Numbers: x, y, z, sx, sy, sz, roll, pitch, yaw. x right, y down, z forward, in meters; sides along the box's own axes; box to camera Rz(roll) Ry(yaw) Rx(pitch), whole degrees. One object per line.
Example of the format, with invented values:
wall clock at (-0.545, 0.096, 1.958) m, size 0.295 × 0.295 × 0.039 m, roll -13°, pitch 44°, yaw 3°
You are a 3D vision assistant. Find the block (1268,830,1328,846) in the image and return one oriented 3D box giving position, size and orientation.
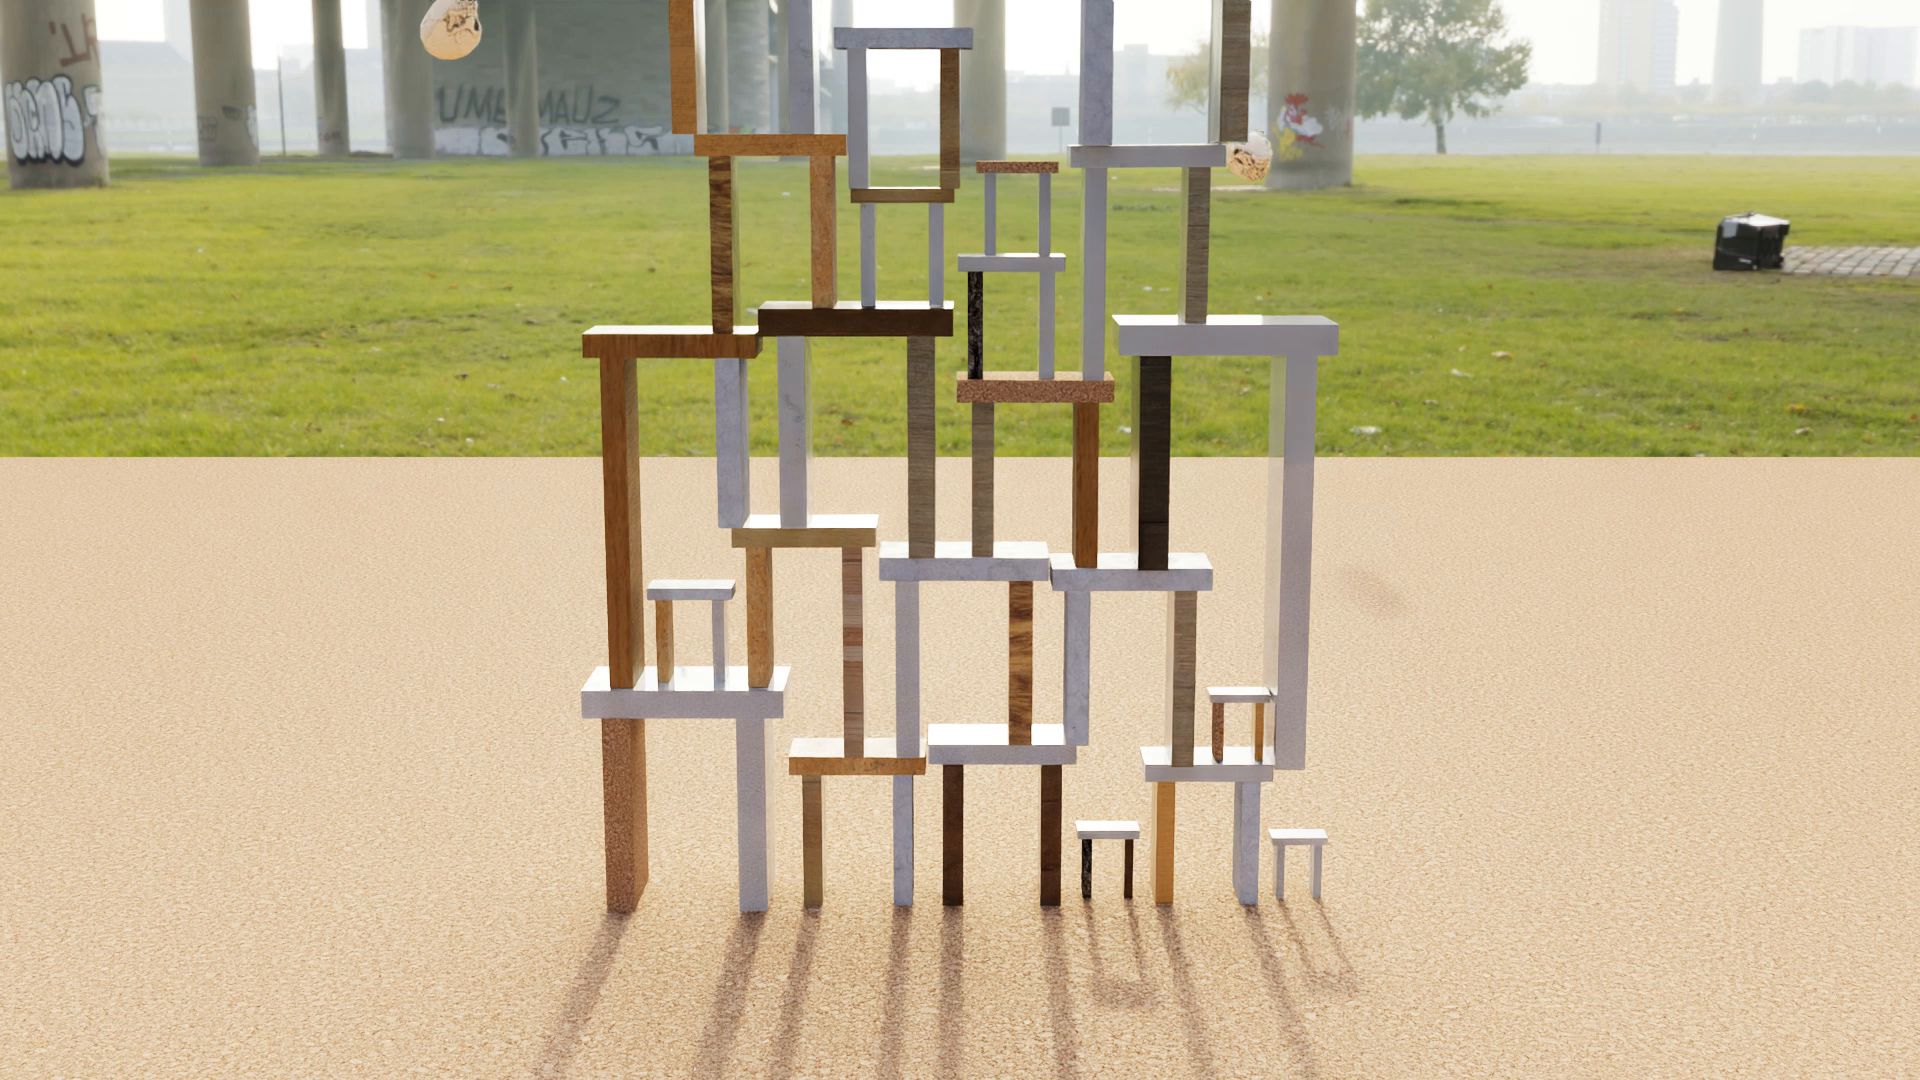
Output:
block at (0.561, 0.493, 3.650) m, size 0.092 × 0.013 × 0.046 m, roll 0°, pitch 11°, yaw 0°

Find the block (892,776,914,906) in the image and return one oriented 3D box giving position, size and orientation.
block at (-0.093, 0.481, 3.648) m, size 0.031 × 0.221 × 0.111 m, roll 0°, pitch 11°, yaw 0°

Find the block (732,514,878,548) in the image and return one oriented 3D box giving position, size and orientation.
block at (-0.249, -0.015, 3.553) m, size 0.229 × 0.033 × 0.115 m, roll 0°, pitch 11°, yaw 0°

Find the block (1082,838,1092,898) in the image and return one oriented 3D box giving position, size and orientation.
block at (0.211, 0.539, 3.663) m, size 0.015 × 0.103 × 0.051 m, roll 0°, pitch 11°, yaw 0°

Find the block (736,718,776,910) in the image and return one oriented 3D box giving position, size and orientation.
block at (-0.337, 0.431, 3.638) m, size 0.046 × 0.324 × 0.162 m, roll 0°, pitch 11°, yaw 0°

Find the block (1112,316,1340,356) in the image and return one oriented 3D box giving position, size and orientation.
block at (0.418, -0.326, 3.500) m, size 0.341 × 0.048 × 0.171 m, roll 0°, pitch 11°, yaw 0°

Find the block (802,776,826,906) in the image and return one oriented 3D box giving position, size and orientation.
block at (-0.241, 0.481, 3.648) m, size 0.031 × 0.221 × 0.111 m, roll 0°, pitch 11°, yaw 0°

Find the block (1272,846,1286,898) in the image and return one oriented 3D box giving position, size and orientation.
block at (0.530, 0.545, 3.660) m, size 0.013 × 0.092 × 0.046 m, roll 0°, pitch 11°, yaw 0°

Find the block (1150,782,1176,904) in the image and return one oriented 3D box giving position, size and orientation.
block at (0.336, 0.487, 3.651) m, size 0.030 × 0.209 × 0.104 m, roll 0°, pitch 11°, yaw 0°

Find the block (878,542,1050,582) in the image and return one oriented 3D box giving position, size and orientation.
block at (0.007, 0.034, 3.569) m, size 0.271 × 0.038 × 0.135 m, roll 0°, pitch 11°, yaw 0°

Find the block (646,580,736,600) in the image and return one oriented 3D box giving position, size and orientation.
block at (-0.437, 0.081, 3.580) m, size 0.137 × 0.019 × 0.068 m, roll 0°, pitch 11°, yaw 0°

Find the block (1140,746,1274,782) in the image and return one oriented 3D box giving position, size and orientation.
block at (0.406, 0.370, 3.630) m, size 0.209 × 0.030 × 0.104 m, roll 0°, pitch 11°, yaw 0°

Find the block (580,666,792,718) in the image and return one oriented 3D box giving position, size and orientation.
block at (-0.445, 0.249, 3.604) m, size 0.324 × 0.046 × 0.162 m, roll 0°, pitch 11°, yaw 0°

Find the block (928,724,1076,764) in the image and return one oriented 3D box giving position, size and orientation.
block at (0.069, 0.337, 3.624) m, size 0.240 × 0.034 × 0.120 m, roll 0°, pitch 11°, yaw 0°

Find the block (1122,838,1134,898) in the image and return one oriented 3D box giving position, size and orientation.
block at (0.279, 0.539, 3.663) m, size 0.015 × 0.103 × 0.051 m, roll 0°, pitch 11°, yaw 0°

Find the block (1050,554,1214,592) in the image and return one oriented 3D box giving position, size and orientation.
block at (0.275, 0.052, 3.566) m, size 0.256 × 0.036 × 0.128 m, roll 0°, pitch 11°, yaw 0°

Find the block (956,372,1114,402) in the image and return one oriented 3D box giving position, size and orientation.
block at (0.119, -0.245, 3.517) m, size 0.248 × 0.035 × 0.124 m, roll 0°, pitch 11°, yaw 0°

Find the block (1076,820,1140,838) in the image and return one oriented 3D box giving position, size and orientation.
block at (0.245, 0.481, 3.652) m, size 0.103 × 0.015 × 0.051 m, roll 0°, pitch 11°, yaw 0°

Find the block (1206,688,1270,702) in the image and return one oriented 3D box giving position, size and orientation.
block at (0.456, 0.254, 3.603) m, size 0.097 × 0.014 × 0.049 m, roll 0°, pitch 10°, yaw 0°

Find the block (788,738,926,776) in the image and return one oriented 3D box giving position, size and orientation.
block at (-0.167, 0.357, 3.625) m, size 0.221 × 0.031 × 0.111 m, roll 0°, pitch 11°, yaw 0°

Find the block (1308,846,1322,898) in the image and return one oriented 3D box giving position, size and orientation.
block at (0.592, 0.545, 3.660) m, size 0.013 × 0.092 × 0.046 m, roll 0°, pitch 11°, yaw 0°

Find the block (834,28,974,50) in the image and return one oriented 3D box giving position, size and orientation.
block at (-0.087, -0.777, 3.410) m, size 0.213 × 0.030 × 0.107 m, roll 0°, pitch 11°, yaw 0°

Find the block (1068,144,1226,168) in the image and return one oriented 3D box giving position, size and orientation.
block at (0.290, -0.601, 3.443) m, size 0.239 × 0.034 × 0.120 m, roll 0°, pitch 11°, yaw 0°

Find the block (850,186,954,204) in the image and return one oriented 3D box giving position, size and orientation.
block at (-0.090, -0.543, 3.459) m, size 0.161 × 0.023 × 0.081 m, roll 0°, pitch 11°, yaw -1°

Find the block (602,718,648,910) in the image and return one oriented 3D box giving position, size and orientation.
block at (-0.553, 0.431, 3.638) m, size 0.046 × 0.324 × 0.162 m, roll 0°, pitch 11°, yaw 0°

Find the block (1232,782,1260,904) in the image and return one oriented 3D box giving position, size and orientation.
block at (0.475, 0.487, 3.651) m, size 0.030 × 0.209 × 0.104 m, roll 0°, pitch 11°, yaw 0°

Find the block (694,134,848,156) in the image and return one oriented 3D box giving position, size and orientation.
block at (-0.292, -0.618, 3.440) m, size 0.234 × 0.033 × 0.117 m, roll 0°, pitch 11°, yaw 0°

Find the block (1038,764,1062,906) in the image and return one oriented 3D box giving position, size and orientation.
block at (0.149, 0.471, 3.649) m, size 0.034 × 0.240 × 0.120 m, roll 0°, pitch 10°, yaw 0°

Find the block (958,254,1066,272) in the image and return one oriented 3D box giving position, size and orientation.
block at (0.080, -0.438, 3.475) m, size 0.168 × 0.024 × 0.084 m, roll 0°, pitch 11°, yaw 0°

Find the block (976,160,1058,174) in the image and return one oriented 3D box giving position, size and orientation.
block at (0.090, -0.585, 3.449) m, size 0.128 × 0.018 × 0.064 m, roll 0°, pitch 11°, yaw 1°

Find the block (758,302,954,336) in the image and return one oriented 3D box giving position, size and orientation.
block at (-0.162, -0.352, 3.497) m, size 0.304 × 0.043 × 0.152 m, roll 0°, pitch 11°, yaw 0°

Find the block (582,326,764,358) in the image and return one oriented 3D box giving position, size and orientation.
block at (-0.455, -0.315, 3.499) m, size 0.270 × 0.038 × 0.135 m, roll 0°, pitch 11°, yaw 0°

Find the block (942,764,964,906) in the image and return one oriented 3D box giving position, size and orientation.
block at (-0.011, 0.472, 3.648) m, size 0.034 × 0.240 × 0.120 m, roll 0°, pitch 11°, yaw 0°
